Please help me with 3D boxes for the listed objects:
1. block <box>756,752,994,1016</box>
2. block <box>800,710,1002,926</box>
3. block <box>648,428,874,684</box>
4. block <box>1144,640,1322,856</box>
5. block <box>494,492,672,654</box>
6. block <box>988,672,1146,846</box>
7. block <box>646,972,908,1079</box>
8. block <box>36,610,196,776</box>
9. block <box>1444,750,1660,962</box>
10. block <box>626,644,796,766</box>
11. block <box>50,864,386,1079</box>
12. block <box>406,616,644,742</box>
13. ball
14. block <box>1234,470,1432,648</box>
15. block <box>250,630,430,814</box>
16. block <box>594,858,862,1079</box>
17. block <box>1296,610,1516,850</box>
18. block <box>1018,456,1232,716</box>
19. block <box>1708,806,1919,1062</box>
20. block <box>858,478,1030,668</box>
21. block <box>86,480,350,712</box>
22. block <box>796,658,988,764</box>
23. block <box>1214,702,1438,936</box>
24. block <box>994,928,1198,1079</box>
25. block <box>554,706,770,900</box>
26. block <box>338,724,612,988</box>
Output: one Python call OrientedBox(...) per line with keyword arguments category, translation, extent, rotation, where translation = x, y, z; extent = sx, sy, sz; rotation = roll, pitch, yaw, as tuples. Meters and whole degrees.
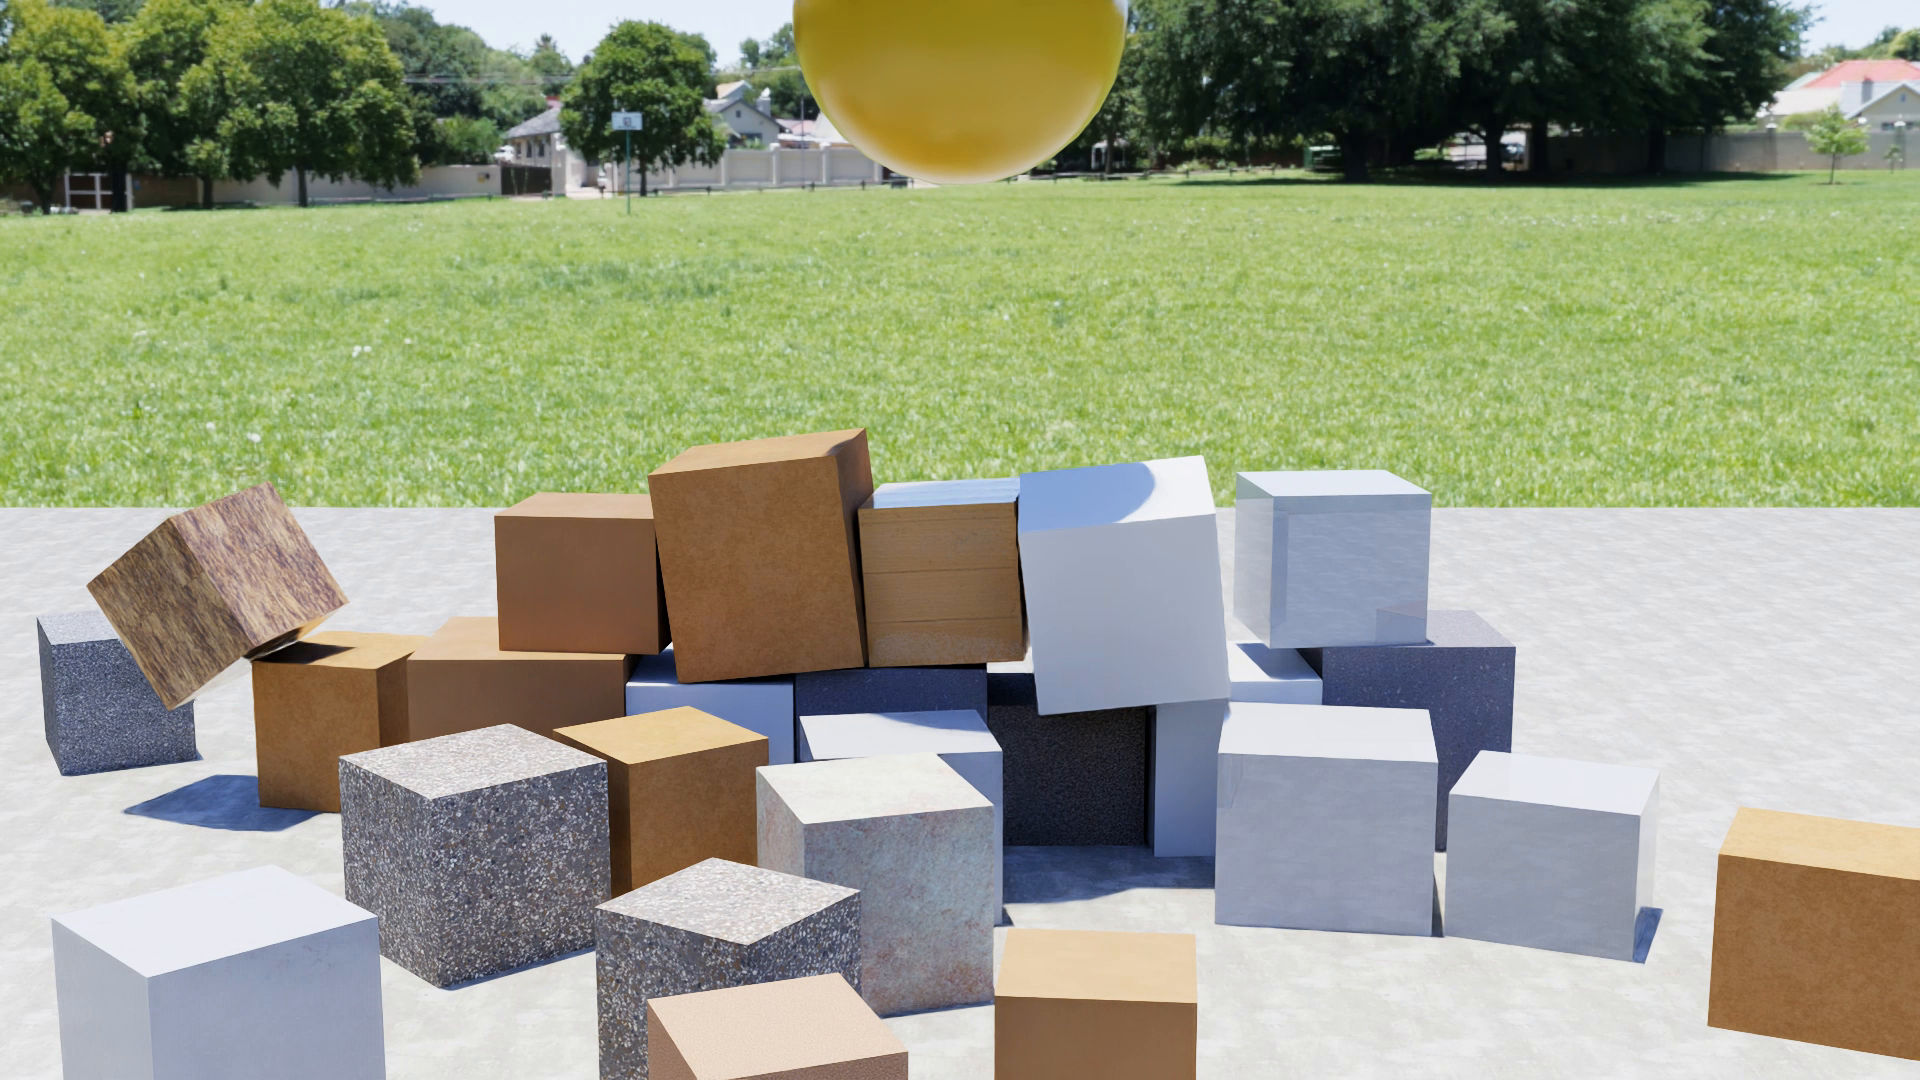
OrientedBox(category="block", translation=(-0.370, 1.442, 9.286), extent=(0.797, 0.840, 0.841), rotation=(-3, 11, -18))
OrientedBox(category="block", translation=(-0.284, 1.290, 10.192), extent=(0.845, 0.815, 0.738), rotation=(-2, 10, -9))
OrientedBox(category="block", translation=(-0.942, 0.062, 11.178), extent=(0.934, 1.051, 0.940), rotation=(-6, 10, 8))
OrientedBox(category="block", translation=(1.351, 1.051, 11.292), extent=(0.816, 0.891, 0.892), rotation=(0, 10, -3))
OrientedBox(category="block", translation=(-1.854, 0.158, 11.223), extent=(0.812, 0.683, 0.736), rotation=(1, 10, 6))
OrientedBox(category="block", translation=(0.531, 1.121, 11.363), extent=(0.783, 0.728, 0.693), rotation=(0, 10, 0))
OrientedBox(category="block", translation=(-0.603, 1.905, 7.179), extent=(0.670, 0.683, 0.711), rotation=(-4, 11, -21))
OrientedBox(category="block", translation=(-4.908, 0.851, 12.783), extent=(0.727, 0.751, 0.860), rotation=(-5, 12, -27))
OrientedBox(category="block", translation=(2.687, 1.411, 9.959), extent=(0.816, 0.661, 0.758), rotation=(4, 11, 23))
OrientedBox(category="block", translation=(-1.238, 1.055, 11.376), extent=(0.824, 0.855, 0.939), rotation=(0, 10, 0))
OrientedBox(category="block", translation=(-2.719, 1.725, 8.085), extent=(0.866, 0.714, 0.817), rotation=(-10, 14, -43))
OrientedBox(category="block", translation=(-2.185, 0.987, 11.352), extent=(1.059, 0.995, 0.987), rotation=(0, 10, 0))
OrientedBox(category="ball", translation=(0.000, -2.491, 10.437), extent=(1.600, 1.600, 1.600), rotation=(0, 10, 0))
OrientedBox(category="block", translation=(1.870, 0.082, 11.150), extent=(0.789, 0.757, 0.791), rotation=(-1, 10, -6))
OrientedBox(category="block", translation=(-3.291, 0.980, 11.937), extent=(0.727, 0.800, 0.764), rotation=(3, 11, 14))
OrientedBox(category="block", translation=(-0.848, 1.691, 8.138), extent=(0.708, 0.761, 0.672), rotation=(7, 12, 32))
OrientedBox(category="block", translation=(2.253, 0.965, 11.336), extent=(0.953, 1.046, 0.858), rotation=(0, 10, -1))
OrientedBox(category="block", translation=(0.797, 0.209, 10.774), extent=(0.921, 0.936, 0.875), rotation=(-6, 20, 4))
OrientedBox(category="block", translation=(3.512, 1.572, 8.901), extent=(0.801, 0.723, 0.699), rotation=(5, 11, 25))
OrientedBox(category="block", translation=(-0.046, 0.151, 11.197), extent=(0.770, 0.796, 0.817), rotation=(-3, 10, 7))
OrientedBox(category="block", translation=(-3.920, 0.286, 11.653), extent=(0.735, 0.785, 0.787), rotation=(-32, 1, 27))
OrientedBox(category="block", translation=(-0.339, 1.020, 11.364), extent=(0.947, 0.926, 0.852), rotation=(0, 10, 0))
OrientedBox(category="block", translation=(1.704, 1.280, 10.278), extent=(0.964, 0.805, 0.918), rotation=(2, 10, 9))
OrientedBox(category="block", translation=(0.496, 1.812, 7.914), extent=(0.696, 0.604, 0.663), rotation=(1, 10, 5))
OrientedBox(category="block", translation=(-1.400, 1.285, 10.332), extent=(0.731, 0.775, 0.735), rotation=(-8, 13, -36))
OrientedBox(category="block", translation=(-2.143, 1.368, 9.731), extent=(0.852, 0.827, 0.843), rotation=(-9, 14, -41))
